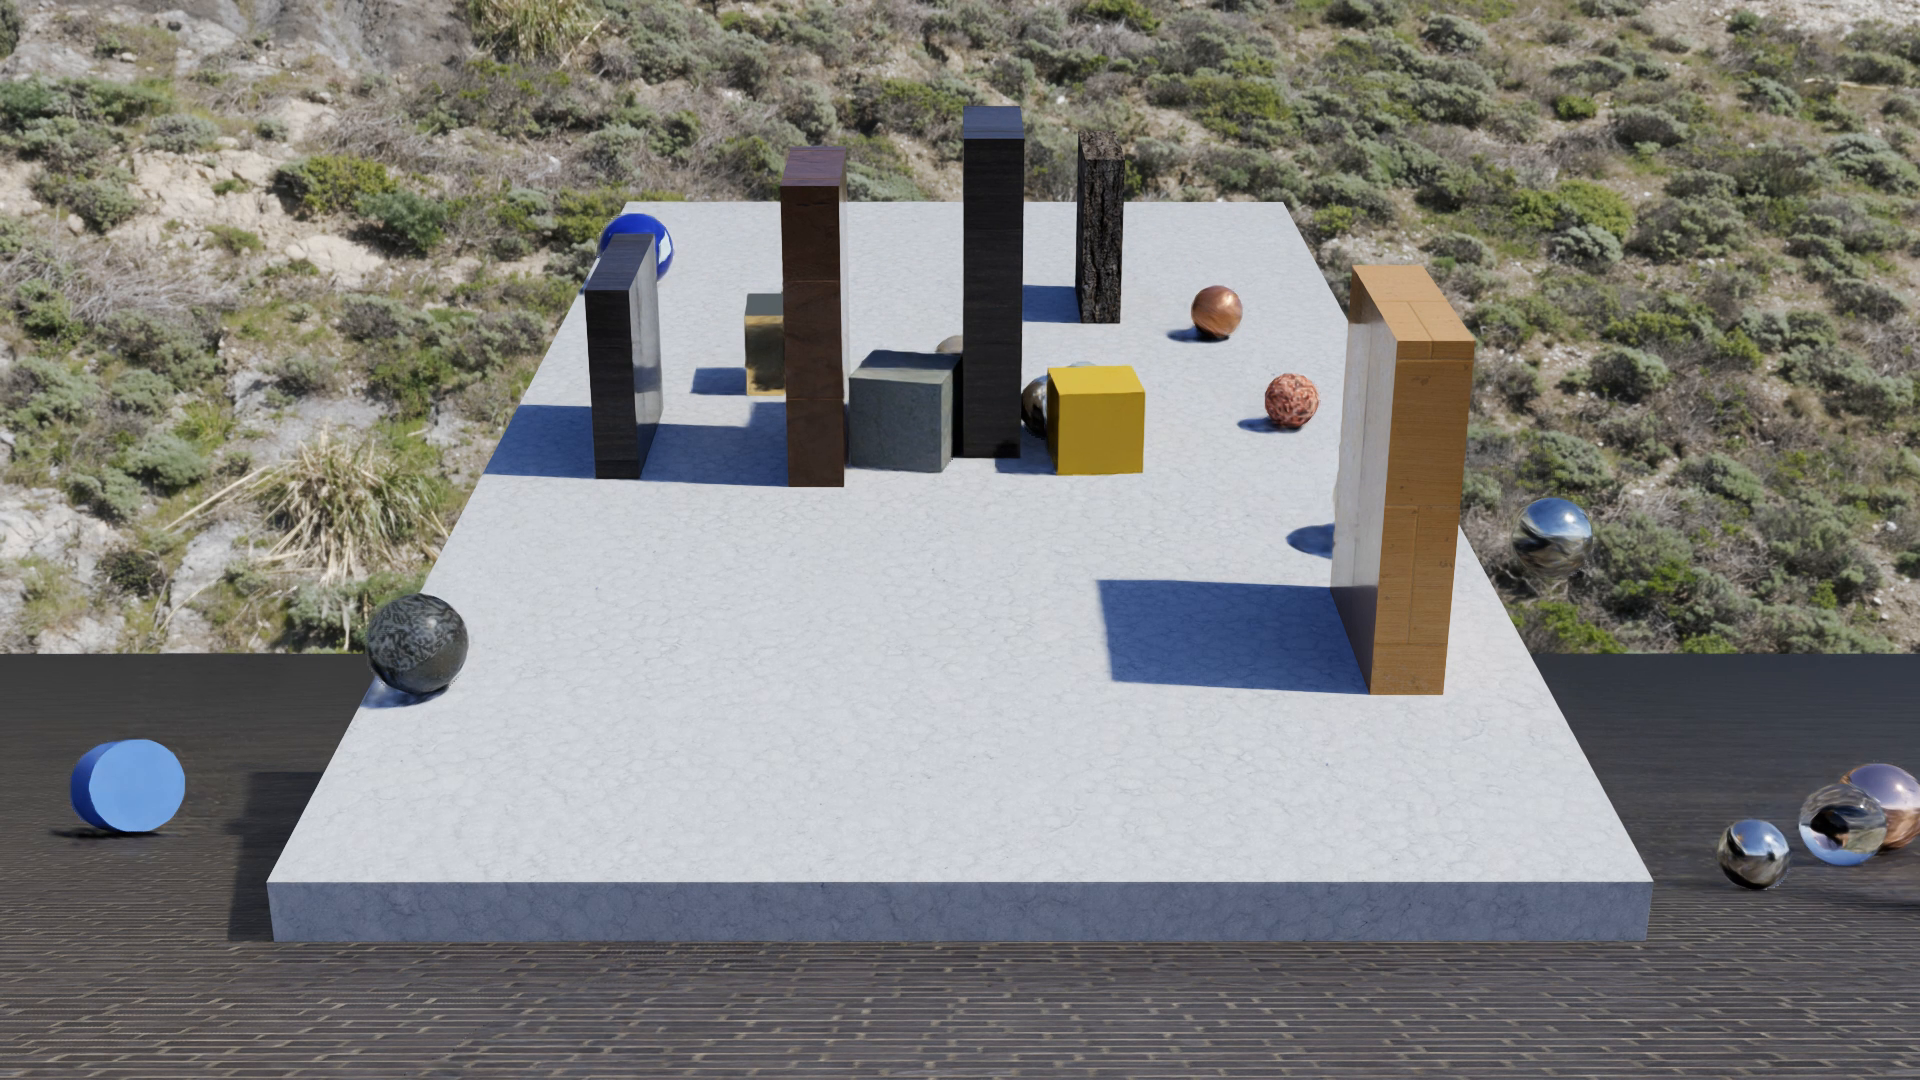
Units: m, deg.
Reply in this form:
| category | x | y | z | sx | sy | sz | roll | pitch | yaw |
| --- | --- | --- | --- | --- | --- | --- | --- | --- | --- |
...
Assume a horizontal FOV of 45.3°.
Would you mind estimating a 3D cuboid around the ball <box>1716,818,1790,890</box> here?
| category | x | y | z | sx | sy | sz | roll | pitch | yaw |
| --- | --- | --- | --- | --- | --- | --- | --- | --- | --- |
| ball | 1.407 | 0.557 | 4.083 | 0.124 | 0.124 | 0.124 | 0 | -3 | 0 |

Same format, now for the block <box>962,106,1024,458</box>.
| category | x | y | z | sx | sy | sz | roll | pitch | yaw |
| --- | --- | --- | --- | --- | --- | --- | --- | --- | --- |
| block | 0.068 | -0.556 | 4.957 | 0.124 | 0.693 | 0.320 | 0 | 22 | 0 |

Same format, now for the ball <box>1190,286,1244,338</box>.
| category | x | y | z | sx | sy | sz | roll | pitch | yaw |
| --- | --- | --- | --- | --- | --- | --- | --- | --- | --- |
| ball | 0.639 | -0.568 | 5.727 | 0.130 | 0.130 | 0.130 | 0 | -3 | 0 |

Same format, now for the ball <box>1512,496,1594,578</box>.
| category | x | y | z | sx | sy | sz | roll | pitch | yaw |
| --- | --- | --- | --- | --- | --- | --- | --- | --- | --- |
| ball | 1.377 | -0.007 | 5.352 | 0.186 | 0.186 | 0.186 | 0 | -3 | 0 |

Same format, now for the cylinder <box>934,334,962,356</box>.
| category | x | y | z | sx | sy | sz | roll | pitch | yaw |
| --- | --- | --- | --- | --- | --- | --- | --- | --- | --- |
| cylinder | 0.004 | -0.385 | 5.273 | 0.135 | 0.135 | 0.135 | 0 | 22 | -1 |

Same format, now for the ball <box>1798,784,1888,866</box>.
| category | x | y | z | sx | sy | sz | roll | pitch | yaw |
| --- | --- | --- | --- | --- | --- | --- | --- | --- | --- |
| ball | 1.730 | 0.558 | 4.510 | 0.162 | 0.162 | 0.162 | 0 | -3 | 0 |

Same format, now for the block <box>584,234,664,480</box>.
| category | x | y | z | sx | sy | sz | roll | pitch | yaw |
| --- | --- | --- | --- | --- | --- | --- | --- | --- | --- |
| block | -0.718 | -0.402 | 4.949 | 0.091 | 0.410 | 0.445 | 0 | 22 | 0 |

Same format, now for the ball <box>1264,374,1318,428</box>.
| category | x | y | z | sx | sy | sz | roll | pitch | yaw |
| --- | --- | --- | --- | --- | --- | --- | --- | --- | --- |
| ball | 0.736 | -0.310 | 5.113 | 0.121 | 0.121 | 0.121 | 0 | -3 | 0 |

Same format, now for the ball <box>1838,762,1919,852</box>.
| category | x | y | z | sx | sy | sz | roll | pitch | yaw |
| --- | --- | --- | --- | --- | --- | --- | --- | --- | --- |
| ball | 1.921 | 0.559 | 4.812 | 0.187 | 0.187 | 0.187 | 0 | -3 | 0 |

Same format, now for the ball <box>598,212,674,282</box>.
| category | x | y | z | sx | sy | sz | roll | pitch | yaw |
| --- | --- | --- | --- | --- | --- | --- | --- | --- | --- |
| ball | -0.860 | -0.767 | 6.110 | 0.201 | 0.201 | 0.201 | 0 | -3 | 0 |

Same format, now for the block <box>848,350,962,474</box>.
| category | x | y | z | sx | sy | sz | roll | pitch | yaw |
| --- | --- | --- | --- | --- | --- | --- | --- | --- | --- |
| block | -0.114 | -0.277 | 4.926 | 0.199 | 0.199 | 0.199 | 5 | 23 | 12 |

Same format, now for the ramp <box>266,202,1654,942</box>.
| category | x | y | z | sx | sy | sz | roll | pitch | yaw |
| --- | --- | --- | --- | --- | --- | --- | --- | --- | --- |
| ramp | -0.007 | -0.223 | 5.187 | 2.000 | 0.100 | 4.000 | 0 | 22 | 0 |

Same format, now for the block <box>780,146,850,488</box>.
| category | x | y | z | sx | sy | sz | roll | pitch | yaw |
| --- | --- | --- | --- | --- | --- | --- | --- | --- | --- |
| block | -0.298 | -0.470 | 4.820 | 0.116 | 0.636 | 0.350 | 0 | 22 | 0 |

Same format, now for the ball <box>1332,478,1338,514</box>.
| category | x | y | z | sx | sy | sz | roll | pitch | yaw |
| --- | --- | --- | --- | --- | --- | --- | --- | --- | --- |
| ball | 0.815 | -0.079 | 4.468 | 0.186 | 0.186 | 0.186 | 0 | -3 | 0 |

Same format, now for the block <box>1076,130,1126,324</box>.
| category | x | y | z | sx | sy | sz | roll | pitch | yaw |
| --- | --- | --- | --- | --- | --- | --- | --- | --- | --- |
| block | 0.358 | -0.808 | 5.923 | 0.099 | 0.423 | 0.329 | 0 | 22 | 0 |

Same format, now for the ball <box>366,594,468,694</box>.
| category | x | y | z | sx | sy | sz | roll | pitch | yaw |
| --- | --- | --- | --- | --- | --- | --- | --- | --- | --- |
| ball | -0.911 | 0.174 | 3.868 | 0.168 | 0.168 | 0.168 | 0 | -3 | 0 |

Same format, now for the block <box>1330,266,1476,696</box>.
| category | x | y | z | sx | sy | sz | roll | pitch | yaw |
| --- | --- | --- | --- | --- | --- | --- | --- | --- | --- |
| block | 0.753 | -0.111 | 3.970 | 0.124 | 0.624 | 0.443 | 0 | 22 | 0 |

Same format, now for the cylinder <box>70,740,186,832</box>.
| category | x | y | z | sx | sy | sz | roll | pitch | yaw |
| --- | --- | --- | --- | --- | --- | --- | --- | --- | --- |
| cylinder | -1.903 | 0.562 | 5.262 | 0.208 | 0.208 | 0.208 | 2 | -6 | -32 |

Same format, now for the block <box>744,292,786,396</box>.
| category | x | y | z | sx | sy | sz | roll | pitch | yaw |
| --- | --- | --- | --- | --- | --- | --- | --- | --- | --- |
| block | -0.400 | -0.458 | 5.374 | 0.192 | 0.192 | 0.192 | -1 | 22 | -2 |

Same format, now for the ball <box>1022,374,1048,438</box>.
| category | x | y | z | sx | sy | sz | roll | pitch | yaw |
| --- | --- | --- | --- | --- | --- | --- | --- | --- | --- |
| ball | 0.199 | -0.294 | 5.047 | 0.139 | 0.139 | 0.139 | 0 | -3 | 0 |

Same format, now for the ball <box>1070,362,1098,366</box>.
| category | x | y | z | sx | sy | sz | roll | pitch | yaw |
| --- | --- | --- | --- | --- | --- | --- | --- | --- | --- |
| ball | 0.277 | -0.333 | 5.151 | 0.133 | 0.133 | 0.133 | 0 | -3 | 0 |

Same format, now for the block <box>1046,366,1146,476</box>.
| category | x | y | z | sx | sy | sz | roll | pitch | yaw |
| --- | --- | --- | --- | --- | --- | --- | --- | --- | --- |
| block | 0.287 | -0.255 | 4.898 | 0.181 | 0.181 | 0.181 | -2 | 22 | -5 |
